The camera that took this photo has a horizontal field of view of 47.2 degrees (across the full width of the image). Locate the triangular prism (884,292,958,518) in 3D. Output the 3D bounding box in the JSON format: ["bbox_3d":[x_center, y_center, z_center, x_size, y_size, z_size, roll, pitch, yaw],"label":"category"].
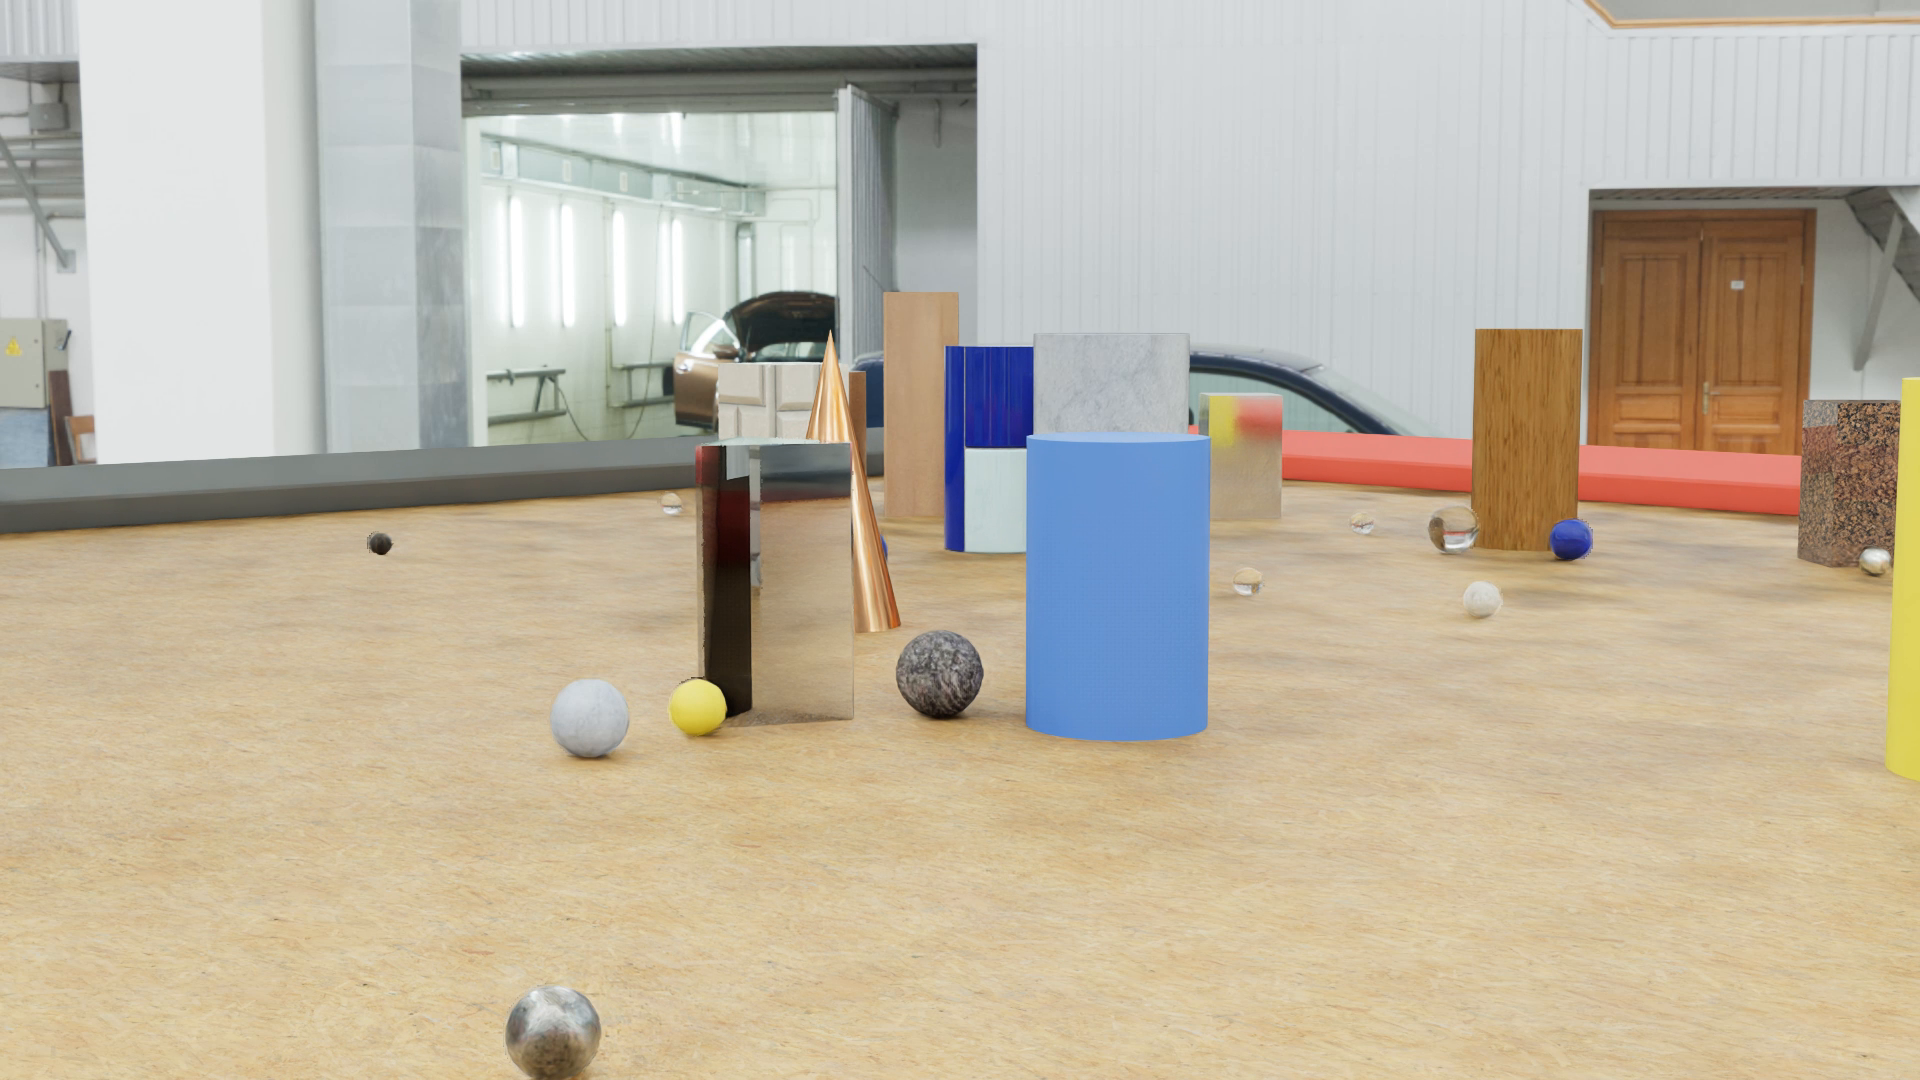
[{"bbox_3d":[-0.108,-0.299,4.814,0.170,0.483,0.147,-2,6,-21],"label":"triangular prism"}]

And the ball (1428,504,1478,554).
[{"bbox_3d":[0.904,-0.020,4.027,0.090,0.090,0.090,0,6,0],"label":"ball"}]

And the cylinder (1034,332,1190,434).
[{"bbox_3d":[0.190,-0.053,2.784,0.196,0.415,0.196,0,6,0],"label":"cylinder"}]

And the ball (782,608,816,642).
[{"bbox_3d":[-0.217,0.114,2.963,0.046,0.046,0.046,0,6,0],"label":"ball"}]

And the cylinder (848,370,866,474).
[{"bbox_3d":[-0.308,-0.225,4.944,0.196,0.307,0.196,0,6,0],"label":"cylinder"}]

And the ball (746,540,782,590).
[{"bbox_3d":[-0.303,0.040,3.515,0.078,0.078,0.078,0,6,0],"label":"ball"}]

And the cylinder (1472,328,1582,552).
[{"bbox_3d":[1.068,-0.193,4.149,0.196,0.409,0.196,0,6,0],"label":"cylinder"}]

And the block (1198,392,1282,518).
[{"bbox_3d":[0.606,-0.185,4.772,0.157,0.263,0.157,0,6,-2],"label":"block"}]

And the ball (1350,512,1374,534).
[{"bbox_3d":[0.798,-0.033,4.367,0.047,0.047,0.047,0,6,0],"label":"ball"}]

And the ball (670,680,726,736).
[{"bbox_3d":[-0.274,0.176,2.306,0.059,0.059,0.059,0,6,0],"label":"ball"}]

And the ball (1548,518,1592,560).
[{"bbox_3d":[1.088,0.000,3.921,0.074,0.074,0.074,0,6,0],"label":"ball"}]

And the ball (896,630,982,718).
[{"bbox_3d":[-0.023,0.146,2.412,0.096,0.096,0.096,0,6,0],"label":"ball"}]

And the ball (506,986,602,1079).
[{"bbox_3d":[-0.236,0.286,1.274,0.055,0.055,0.055,0,6,0],"label":"ball"}]

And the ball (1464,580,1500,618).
[{"bbox_3d":[0.758,0.086,3.194,0.054,0.054,0.054,0,6,0],"label":"ball"}]

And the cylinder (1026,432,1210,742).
[{"bbox_3d":[0.169,0.044,2.360,0.196,0.310,0.196,0,6,0],"label":"cylinder"}]

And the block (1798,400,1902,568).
[{"bbox_3d":[1.587,-0.101,3.869,0.157,0.285,0.157,0,6,0],"label":"block"}]

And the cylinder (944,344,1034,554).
[{"bbox_3d":[0.068,-0.172,4.097,0.196,0.379,0.196,0,6,0],"label":"cylinder"}]

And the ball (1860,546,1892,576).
[{"bbox_3d":[1.533,0.036,3.682,0.051,0.051,0.051,0,6,0],"label":"ball"}]

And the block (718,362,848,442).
[{"bbox_3d":[-0.292,-0.114,3.650,0.157,0.356,0.157,-4,7,-35],"label":"block"}]

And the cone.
[{"bbox_3d":[-0.182,-0.088,3.107,0.196,0.418,0.196,0,6,0],"label":"cone"}]

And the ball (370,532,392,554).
[{"bbox_3d":[-1.056,0.007,4.009,0.041,0.041,0.041,0,6,0],"label":"ball"}]

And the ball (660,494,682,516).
[{"bbox_3d":[-0.627,-0.076,4.771,0.048,0.048,0.048,0,6,0],"label":"ball"}]

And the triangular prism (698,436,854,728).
[{"bbox_3d":[-0.220,0.041,2.426,0.170,0.302,0.147,-2,6,-19],"label":"triangular prism"}]

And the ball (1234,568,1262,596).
[{"bbox_3d":[0.449,0.065,3.426,0.046,0.046,0.046,0,6,0],"label":"ball"}]

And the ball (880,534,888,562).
[{"bbox_3d":[-0.166,0.021,3.596,0.098,0.098,0.098,0,6,0],"label":"ball"}]

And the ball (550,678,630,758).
[{"bbox_3d":[-0.370,0.178,2.196,0.079,0.079,0.079,0,6,0],"label":"ball"}]

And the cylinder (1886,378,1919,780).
[{"bbox_3d":[1.000,0.036,2.104,0.196,0.378,0.196,0,6,0],"label":"cylinder"}]

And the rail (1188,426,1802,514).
[{"bbox_3d":[1.693,-0.129,4.886,0.045,0.127,4.151,-5,8,-42],"label":"rail"}]

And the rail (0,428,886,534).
[{"bbox_3d":[-1.391,-0.124,4.832,4.655,0.127,0.045,-5,8,-42],"label":"rail"}]
